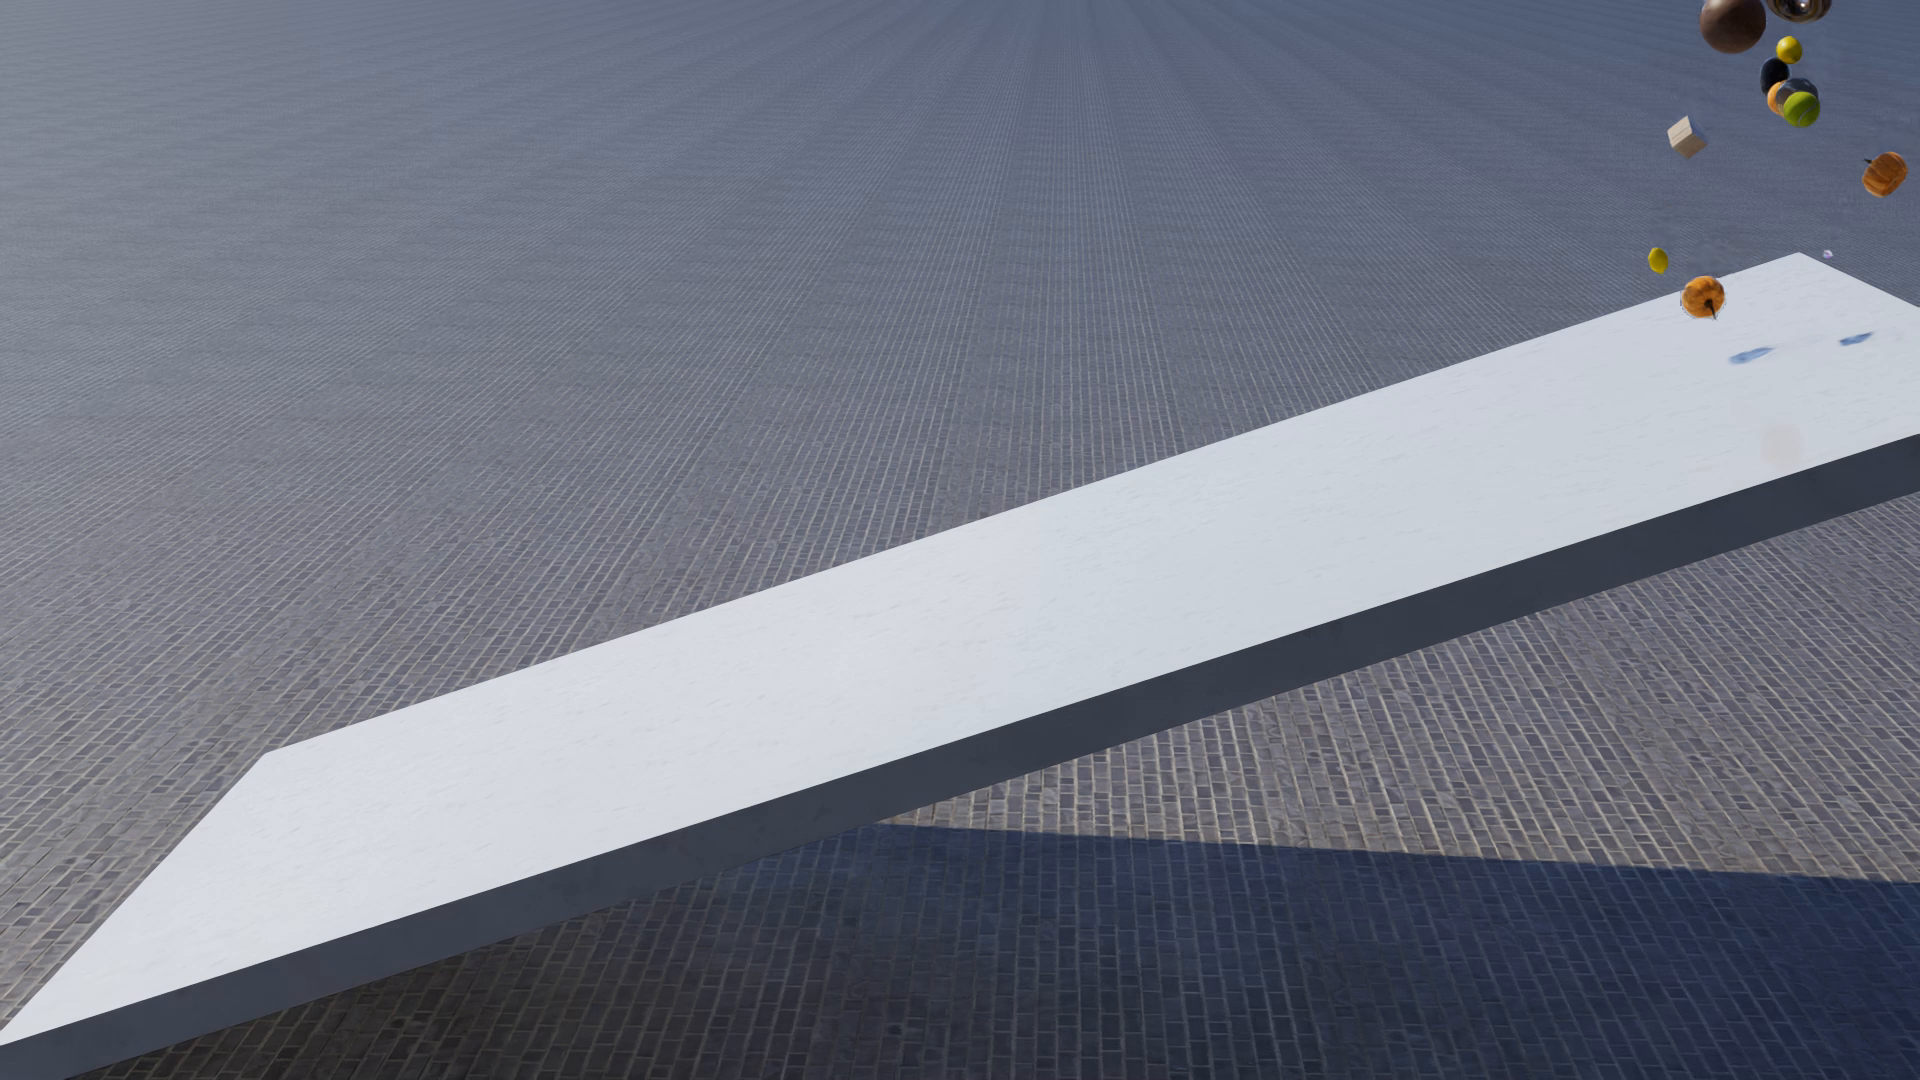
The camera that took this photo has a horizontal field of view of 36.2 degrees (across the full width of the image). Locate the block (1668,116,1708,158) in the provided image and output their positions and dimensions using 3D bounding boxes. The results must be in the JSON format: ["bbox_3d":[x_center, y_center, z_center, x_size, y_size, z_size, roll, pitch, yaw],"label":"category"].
[{"bbox_3d":[1.518,-0.840,6.137,0.053,0.053,0.053,28,41,-31],"label":"block"}]

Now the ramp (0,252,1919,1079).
[{"bbox_3d":[0.107,0.180,6.305,4.000,0.100,2.000,-18,11,6],"label":"ramp"}]

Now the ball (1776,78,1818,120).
[{"bbox_3d":[1.669,-0.881,5.866,0.083,0.083,0.083,0,12,0],"label":"ball"}]

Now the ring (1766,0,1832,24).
[{"bbox_3d":[1.733,-1.126,6.085,0.141,0.141,0.047,8,57,34],"label":"ring"}]
